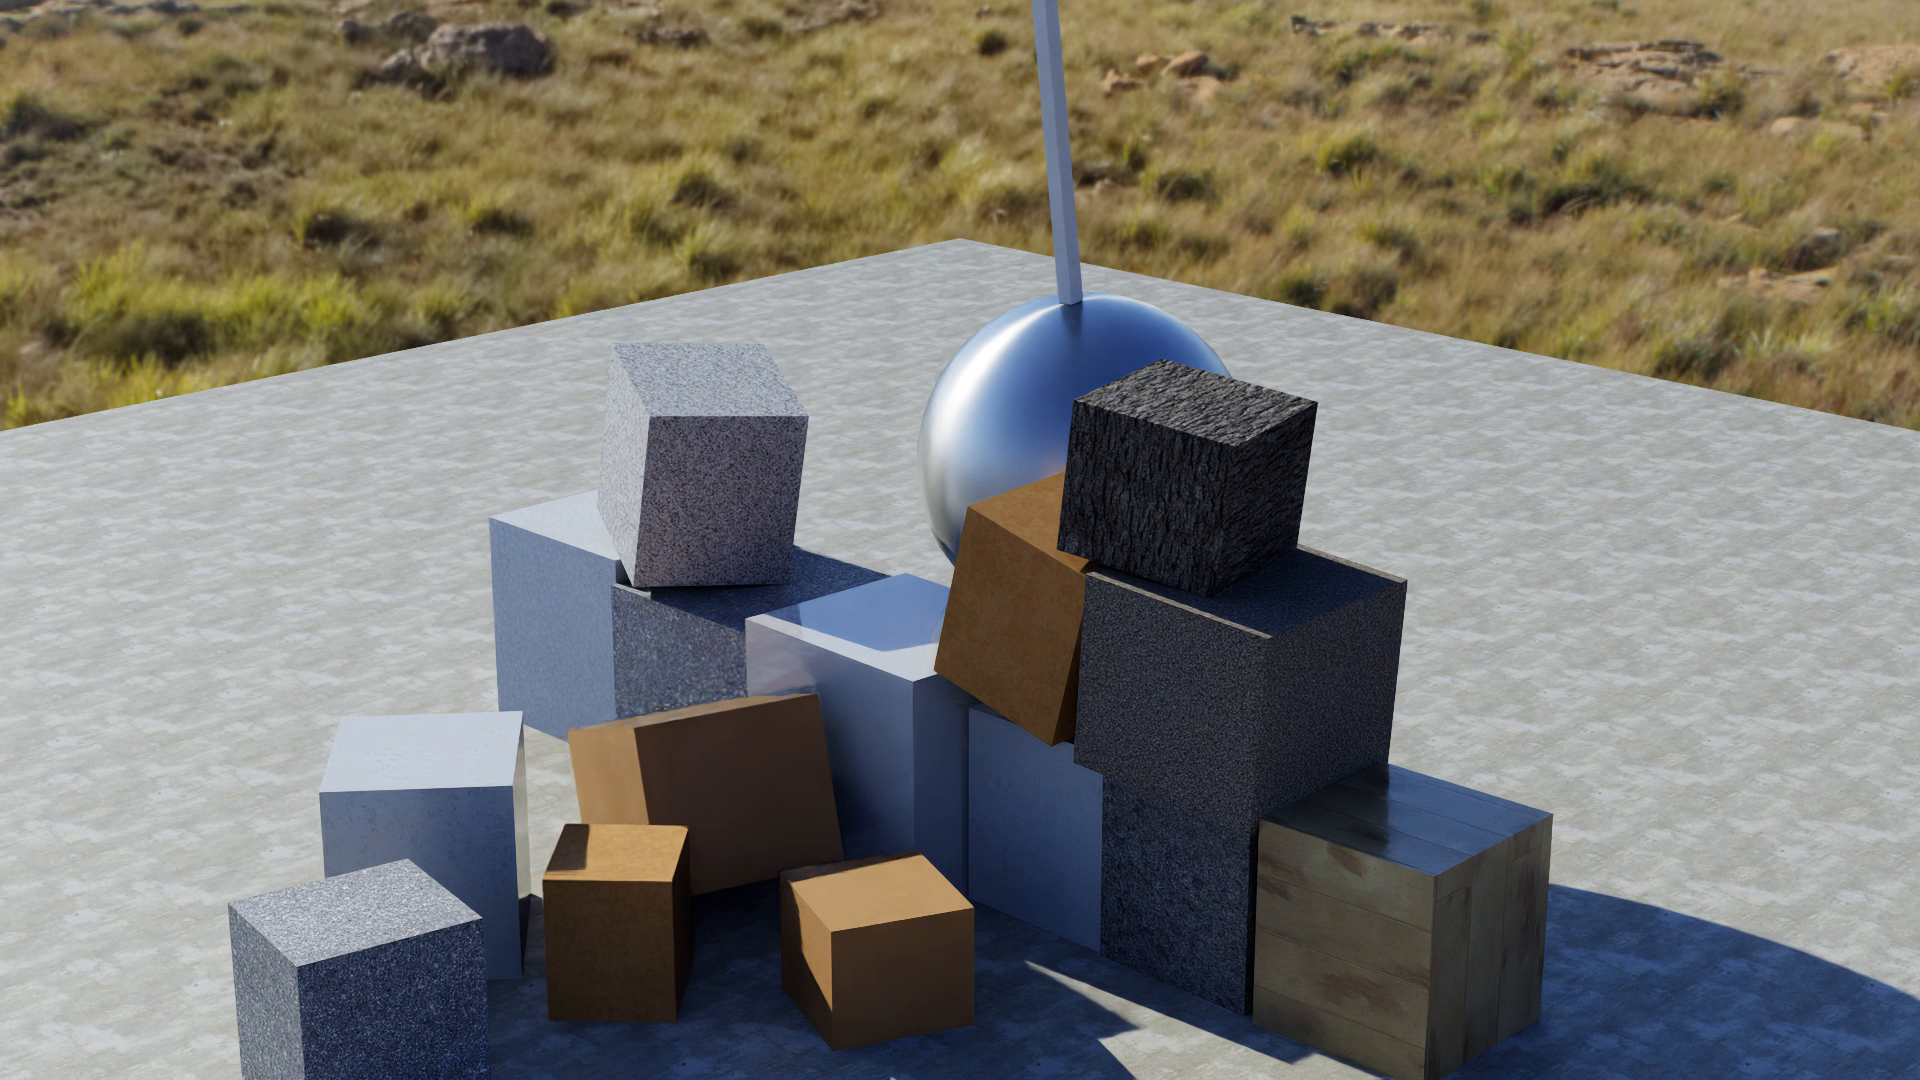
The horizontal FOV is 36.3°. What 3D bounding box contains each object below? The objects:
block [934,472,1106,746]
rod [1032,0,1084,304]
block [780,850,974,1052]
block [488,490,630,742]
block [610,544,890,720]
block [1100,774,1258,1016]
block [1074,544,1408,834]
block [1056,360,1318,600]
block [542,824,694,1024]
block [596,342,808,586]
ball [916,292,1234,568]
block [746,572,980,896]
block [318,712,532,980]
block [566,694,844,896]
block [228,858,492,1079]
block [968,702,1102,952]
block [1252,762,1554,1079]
[{"bbox_3d":[0.427,0.287,12.657,0.698,0.826,0.651,31,34,32],"label":"block"},{"bbox_3d":[0.256,-3.483,12.516,0.080,5.200,0.080,17,32,42],"label":"rod"},{"bbox_3d":[-0.347,1.684,12.111,0.615,0.526,0.636,-7,19,-21],"label":"block"},{"bbox_3d":[-1.698,0.398,15.269,1.030,1.084,1.036,-17,24,-42],"label":"block"},{"bbox_3d":[-0.921,0.693,14.526,1.078,0.967,1.175,-16,24,-42],"label":"block"},{"bbox_3d":[1.201,1.375,12.535,0.881,0.861,0.807,-17,24,-42],"label":"block"},{"bbox_3d":[1.164,0.549,12.219,0.924,0.849,0.976,20,26,38],"label":"block"},{"bbox_3d":[0.944,-0.267,12.165,0.741,0.659,0.758,18,25,28],"label":"block"},{"bbox_3d":[-1.417,1.593,12.213,0.526,0.637,0.575,1,17,2],"label":"block"},{"bbox_3d":[-1.287,-0.382,14.492,0.780,0.903,0.896,-1,27,-19],"label":"block"},{"bbox_3d":[0.591,-0.371,13.845,1.600,1.600,1.600,0,17,0],"label":"ball"},{"bbox_3d":[-0.233,0.914,13.585,0.996,1.109,1.146,-16,23,-41],"label":"block"},{"bbox_3d":[-2.291,1.319,12.679,0.792,0.880,0.873,-2,18,-5],"label":"block"},{"bbox_3d":[-1.141,1.138,13.070,0.873,0.754,0.852,-9,1,-27],"label":"block"},{"bbox_3d":[-2.335,1.785,11.415,0.753,0.750,0.687,-12,21,-33],"label":"block"},{"bbox_3d":[0.602,1.180,13.062,0.776,0.916,0.816,-17,24,-42],"label":"block"},{"bbox_3d":[1.794,1.543,11.918,0.837,0.909,0.846,16,23,40],"label":"block"}]
